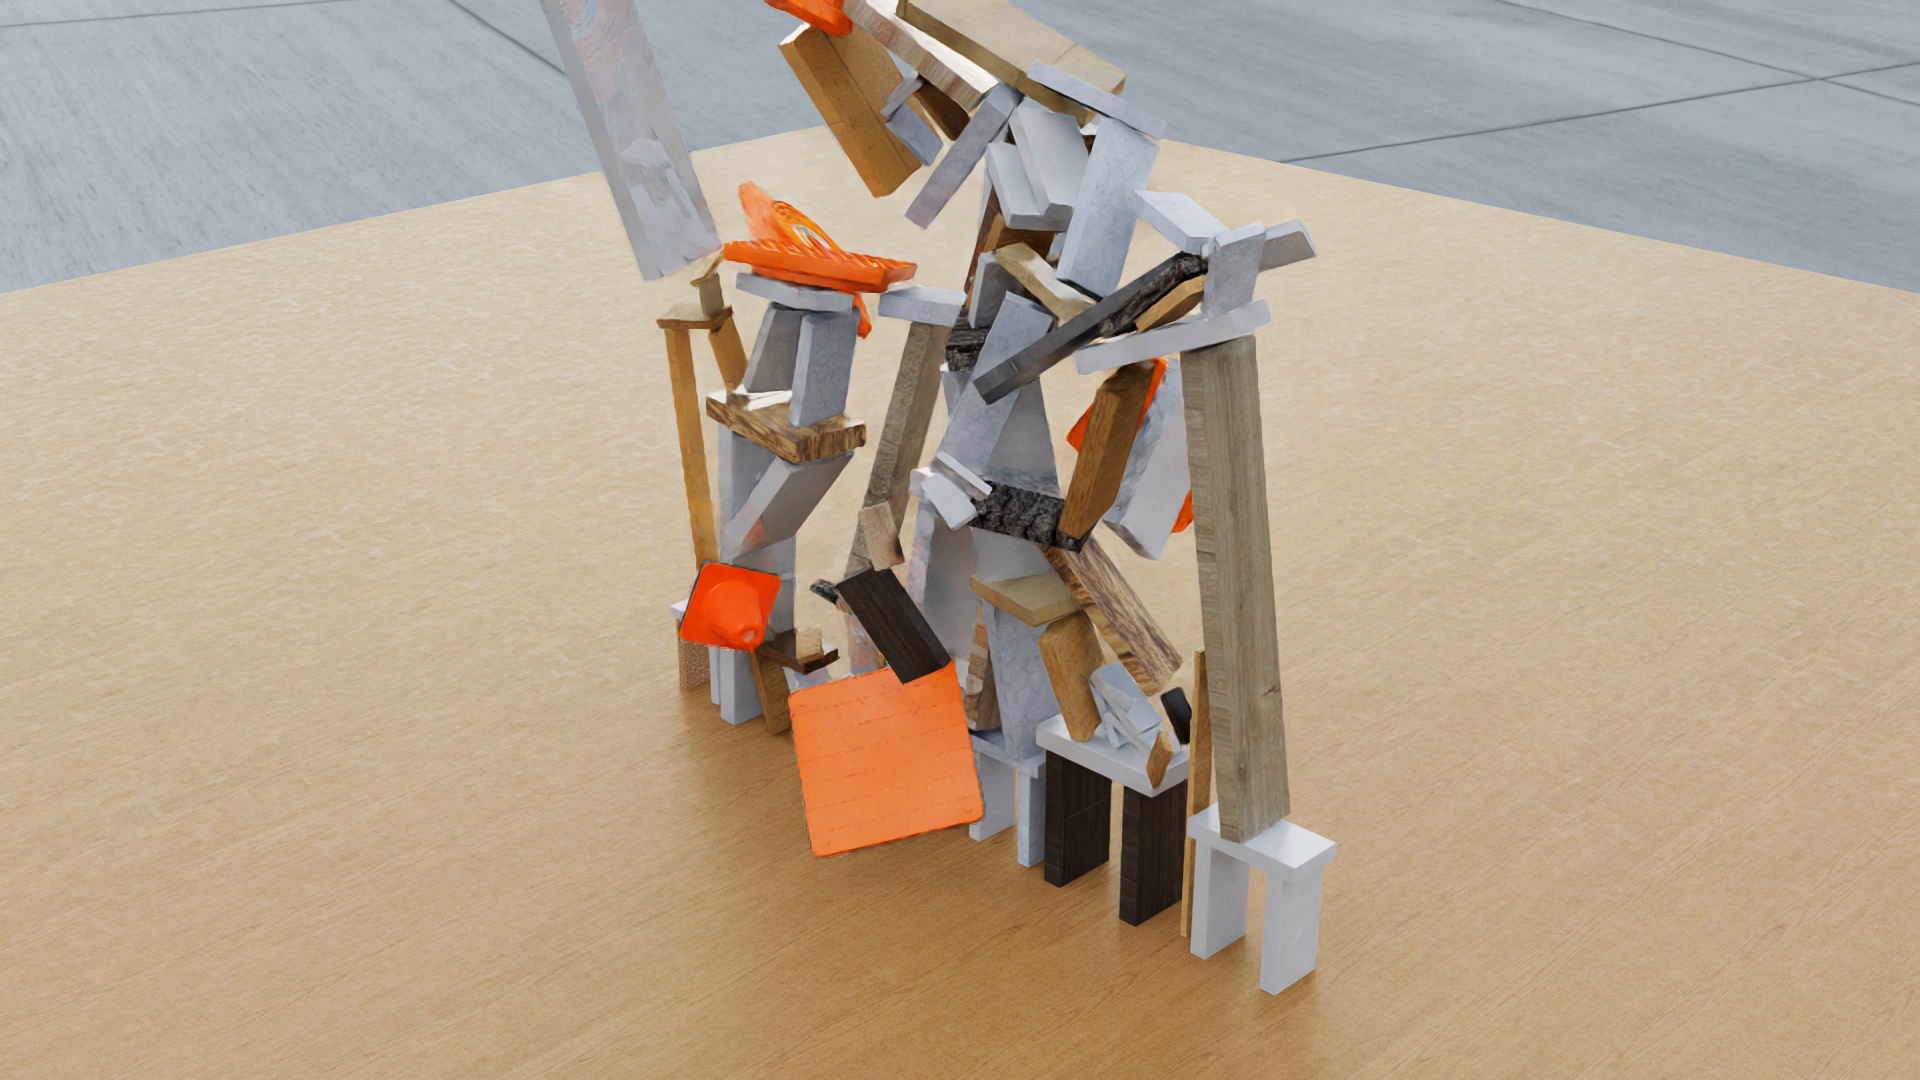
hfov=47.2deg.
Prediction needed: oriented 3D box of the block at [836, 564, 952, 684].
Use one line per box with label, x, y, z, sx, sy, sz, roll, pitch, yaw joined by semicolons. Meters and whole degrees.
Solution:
block;-0.118;0.145;3.882;0.108;0.217;0.031;-25;13;43

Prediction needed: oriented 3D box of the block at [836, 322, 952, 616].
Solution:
block;-0.128;-0.157;4.454;0.043;0.629;0.153;21;19;15

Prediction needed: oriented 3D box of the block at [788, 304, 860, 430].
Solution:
block;-0.266;-0.341;4.297;0.120;0.240;0.034;-24;49;-38

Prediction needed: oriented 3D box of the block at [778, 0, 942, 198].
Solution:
block;-0.186;-0.848;4.203;0.049;0.346;0.173;0;40;52

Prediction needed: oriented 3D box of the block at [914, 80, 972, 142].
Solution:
block;-0.032;-0.809;4.107;0.017;0.117;0.058;-8;41;51

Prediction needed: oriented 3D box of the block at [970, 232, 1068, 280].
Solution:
block;0.122;-0.510;4.022;0.110;0.031;0.220;-21;0;-32

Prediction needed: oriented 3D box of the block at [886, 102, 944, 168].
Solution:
block;-0.086;-0.769;4.167;0.017;0.117;0.058;-9;44;51

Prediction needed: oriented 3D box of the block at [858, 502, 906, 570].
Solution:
block;-0.133;-0.006;3.729;0.054;0.108;0.015;-15;14;5

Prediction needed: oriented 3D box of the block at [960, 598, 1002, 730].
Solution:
block;0.109;0.170;4.260;0.170;0.390;0.048;-3;19;-40

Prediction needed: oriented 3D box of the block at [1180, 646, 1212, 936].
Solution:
block;0.429;0.454;3.946;0.049;0.581;0.014;-21;31;-41

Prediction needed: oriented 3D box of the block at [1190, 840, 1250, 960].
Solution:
block;0.472;0.629;3.975;0.034;0.237;0.118;22;31;40

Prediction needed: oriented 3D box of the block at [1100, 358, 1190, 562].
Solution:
block;0.388;-0.152;4.176;0.049;0.343;0.171;15;-16;36

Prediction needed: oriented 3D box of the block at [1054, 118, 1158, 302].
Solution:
block;0.249;-0.556;3.720;0.033;0.286;0.117;9;-10;46

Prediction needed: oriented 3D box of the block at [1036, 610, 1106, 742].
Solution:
block;0.215;0.239;4.018;0.034;0.241;0.121;9;43;35

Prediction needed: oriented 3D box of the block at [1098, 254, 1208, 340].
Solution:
block;0.326;-0.402;3.611;0.102;0.029;0.204;-22;-11;-46

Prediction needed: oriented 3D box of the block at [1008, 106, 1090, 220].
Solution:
block;0.170;-0.648;3.799;0.117;0.033;0.235;4;52;-27

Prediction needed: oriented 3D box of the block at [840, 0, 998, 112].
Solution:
block;-0.073;-0.907;4.041;0.299;0.042;0.149;38;23;-3

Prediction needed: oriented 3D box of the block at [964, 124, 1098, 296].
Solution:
block;0.137;-0.613;4.140;0.178;0.356;0.050;-4;37;-29

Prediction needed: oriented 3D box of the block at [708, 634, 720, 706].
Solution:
block;-0.516;0.274;4.895;0.024;0.171;0.085;21;31;41

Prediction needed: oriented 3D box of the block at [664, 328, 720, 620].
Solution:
block;-0.564;-0.146;4.691;0.020;0.712;0.072;7;34;15

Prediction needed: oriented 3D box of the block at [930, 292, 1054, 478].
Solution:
block;0.053;-0.255;3.821;0.087;0.386;0.025;22;36;-4

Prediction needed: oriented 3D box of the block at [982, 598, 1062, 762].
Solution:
block;0.123;0.245;4.149;0.121;0.336;0.034;-23;26;-30

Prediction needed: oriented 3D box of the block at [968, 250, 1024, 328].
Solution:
block;0.069;-0.444;3.853;0.087;0.175;0.025;-15;59;-17

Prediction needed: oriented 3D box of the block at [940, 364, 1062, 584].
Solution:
block;0.088;-0.132;3.987;0.171;0.411;0.049;-9;20;5

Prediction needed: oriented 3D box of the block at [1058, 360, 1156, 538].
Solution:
block;0.252;-0.159;3.788;0.042;0.295;0.148;27;37;17

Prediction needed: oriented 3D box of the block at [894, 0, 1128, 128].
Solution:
block;0.093;-0.902;4.005;0.412;0.042;0.149;33;50;11

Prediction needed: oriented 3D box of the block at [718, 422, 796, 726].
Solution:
block;-0.433;0.054;4.713;0.167;0.716;0.047;-20;34;-38

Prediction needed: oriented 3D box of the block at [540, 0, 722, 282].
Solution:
block;-0.638;-0.856;4.077;0.049;0.733;0.173;-4;22;41

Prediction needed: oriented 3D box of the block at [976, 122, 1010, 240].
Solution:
block;0.096;-0.665;4.335;0.050;0.356;0.178;5;6;-20

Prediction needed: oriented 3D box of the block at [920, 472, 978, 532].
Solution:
block;-0.019;-0.070;3.804;0.054;0.015;0.108;-33;61;-5

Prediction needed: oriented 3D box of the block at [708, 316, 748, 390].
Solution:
block;-0.472;-0.385;4.497;0.020;0.144;0.072;7;46;24

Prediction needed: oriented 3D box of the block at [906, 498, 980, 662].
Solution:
block;-0.028;0.080;4.403;0.048;0.340;0.170;21;19;40

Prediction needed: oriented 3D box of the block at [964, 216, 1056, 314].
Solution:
block;0.090;-0.484;3.867;0.110;0.220;0.031;-8;55;-23

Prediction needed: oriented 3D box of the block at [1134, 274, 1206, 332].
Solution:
block;0.357;-0.387;3.566;0.081;0.023;0.163;-21;-7;-29

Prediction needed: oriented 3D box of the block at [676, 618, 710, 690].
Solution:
block;-0.596;0.243;4.969;0.024;0.171;0.086;21;31;41

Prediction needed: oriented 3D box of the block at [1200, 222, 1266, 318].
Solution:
block;0.430;-0.424;3.465;0.081;0.163;0.023;-19;56;-17

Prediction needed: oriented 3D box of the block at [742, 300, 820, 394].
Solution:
block;-0.348;-0.390;4.400;0.120;0.240;0.034;-7;55;-27

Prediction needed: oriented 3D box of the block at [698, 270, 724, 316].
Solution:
block;-0.499;-0.494;4.401;0.013;0.091;0.045;35;59;29

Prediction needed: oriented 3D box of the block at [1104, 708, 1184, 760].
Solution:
block;0.335;0.348;3.996;0.139;0.020;0.069;42;39;16

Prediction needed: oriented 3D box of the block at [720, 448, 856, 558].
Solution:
block;-0.356;-0.087;4.497;0.167;0.334;0.047;-20;71;-38

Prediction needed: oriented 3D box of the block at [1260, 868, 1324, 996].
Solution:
block;0.584;0.672;3.873;0.034;0.237;0.118;22;31;40

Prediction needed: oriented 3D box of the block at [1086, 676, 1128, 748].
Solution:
block;0.282;0.303;4.040;0.020;0.139;0.069;-15;9;41

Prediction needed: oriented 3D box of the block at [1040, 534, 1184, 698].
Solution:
block;0.272;0.117;3.928;0.031;0.334;0.108;-30;9;40

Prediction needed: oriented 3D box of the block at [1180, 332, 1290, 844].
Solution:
block;0.473;0.088;3.747;0.042;0.874;0.148;10;24;44

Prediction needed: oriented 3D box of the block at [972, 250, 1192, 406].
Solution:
block;0.211;-0.356;3.690;0.418;0.029;0.102;-32;-9;3

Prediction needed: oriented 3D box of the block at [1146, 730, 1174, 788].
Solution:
block;0.353;0.389;3.894;0.014;0.097;0.049;1;43;-16
